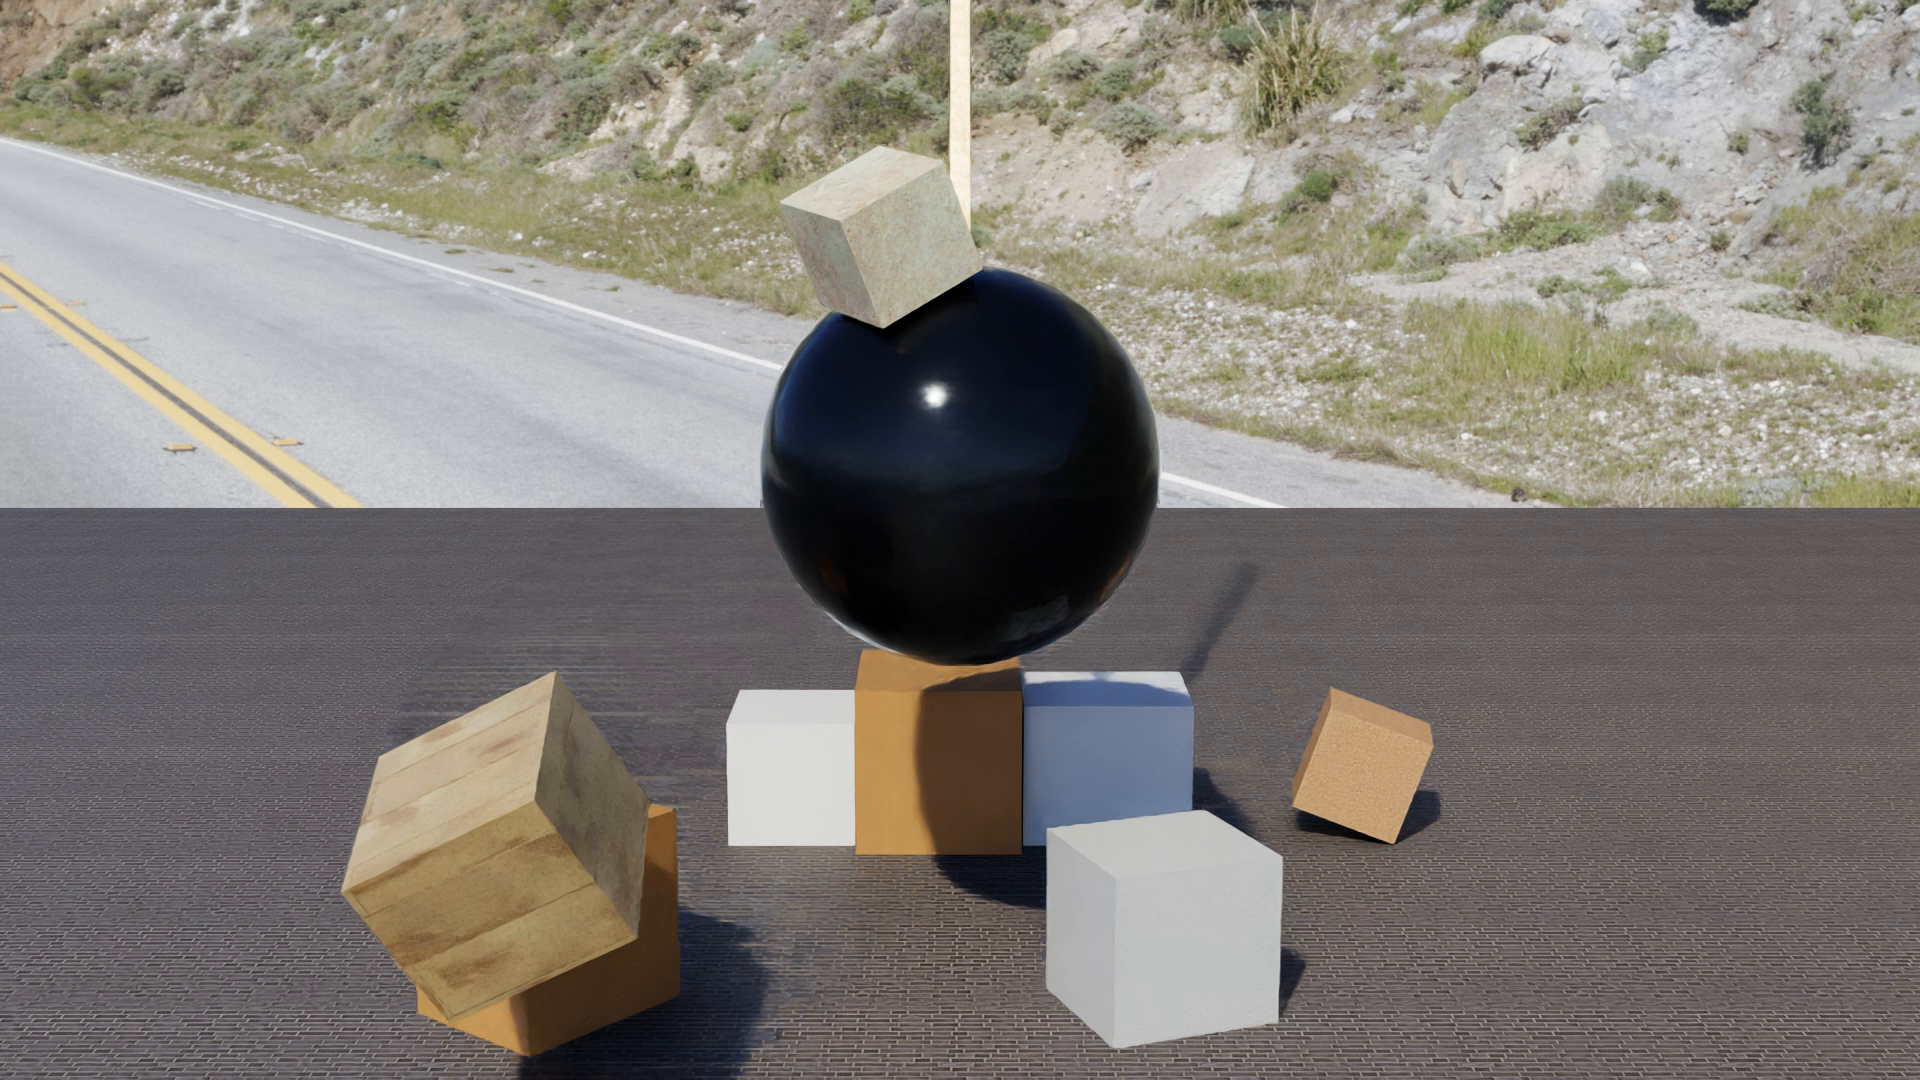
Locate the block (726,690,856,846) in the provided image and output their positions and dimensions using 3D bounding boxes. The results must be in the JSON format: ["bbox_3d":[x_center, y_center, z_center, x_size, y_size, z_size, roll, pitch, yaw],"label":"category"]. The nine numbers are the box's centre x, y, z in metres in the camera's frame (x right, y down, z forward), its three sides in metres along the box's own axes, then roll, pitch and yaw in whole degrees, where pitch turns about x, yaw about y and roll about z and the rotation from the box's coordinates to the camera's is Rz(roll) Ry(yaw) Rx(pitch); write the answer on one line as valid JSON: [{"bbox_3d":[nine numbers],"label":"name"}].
[{"bbox_3d":[-0.847,1.168,11.374,0.639,0.632,0.698,0,10,0],"label":"block"}]

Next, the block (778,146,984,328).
[{"bbox_3d":[-0.299,-1.149,8.297,0.474,0.450,0.488,-33,30,-20],"label":"block"}]

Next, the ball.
[{"bbox_3d":[0.000,-0.297,8.783,1.600,1.600,1.600,0,10,0],"label":"ball"}]

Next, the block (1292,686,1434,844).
[{"bbox_3d":[2.060,1.150,11.279,0.541,0.549,0.473,20,12,6],"label":"block"}]

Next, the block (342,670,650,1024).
[{"bbox_3d":[-1.595,1.064,7.697,0.742,0.652,0.804,-26,27,9],"label":"block"}]

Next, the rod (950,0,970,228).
[{"bbox_3d":[0.000,-3.619,9.507,0.080,5.200,0.080,0,-12,0],"label":"rod"}]

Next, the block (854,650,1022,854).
[{"bbox_3d":[-0.106,1.075,11.311,0.825,0.837,0.884,0,10,0],"label":"block"}]

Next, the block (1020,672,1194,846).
[{"bbox_3d":[0.742,1.120,11.380,0.849,0.724,0.727,0,10,0],"label":"block"}]

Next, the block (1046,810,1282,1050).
[{"bbox_3d":[0.821,1.570,8.981,0.730,0.698,0.675,-4,11,-21],"label":"block"}]

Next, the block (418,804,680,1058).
[{"bbox_3d":[-1.683,1.517,8.975,0.692,0.804,0.805,8,13,38],"label":"block"}]
